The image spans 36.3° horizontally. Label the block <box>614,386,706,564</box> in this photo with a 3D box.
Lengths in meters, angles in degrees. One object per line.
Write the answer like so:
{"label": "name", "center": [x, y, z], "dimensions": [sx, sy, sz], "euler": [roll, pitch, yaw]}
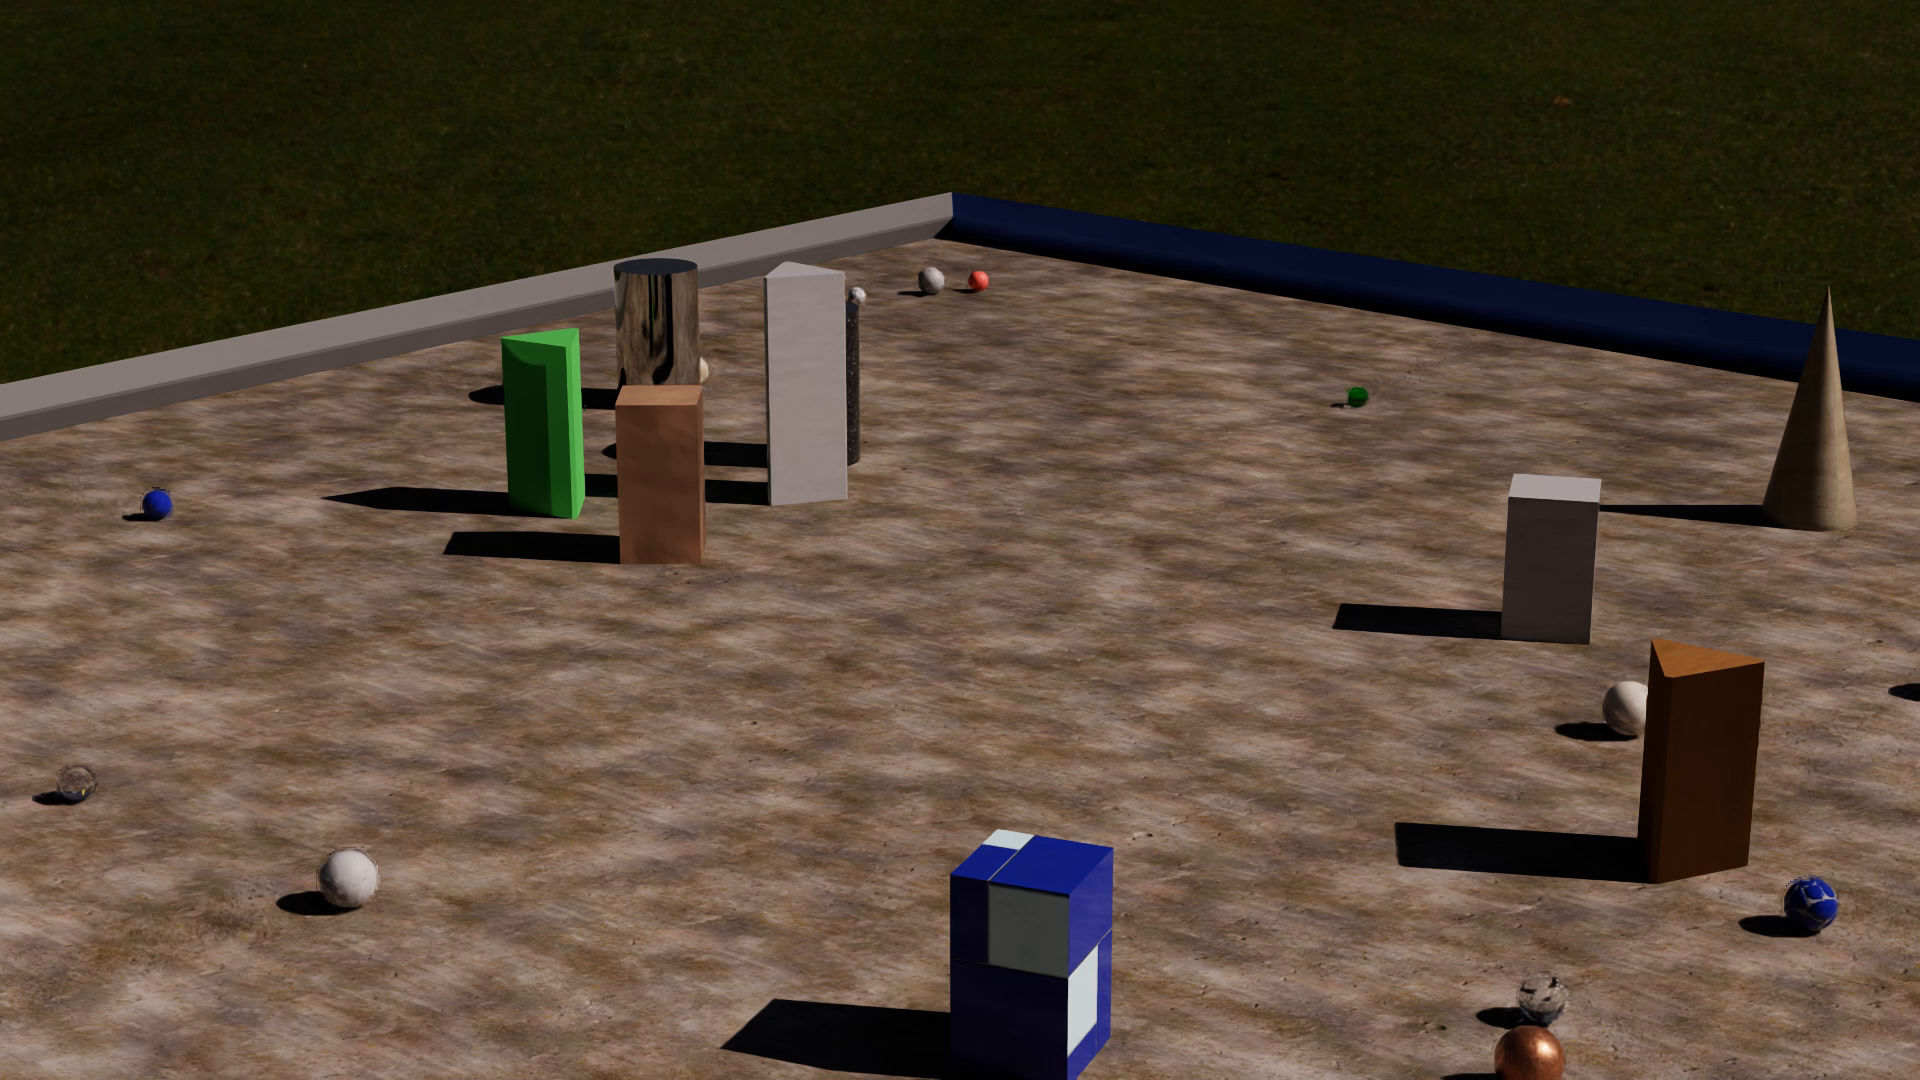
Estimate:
{"label": "block", "center": [-0.540, -0.119, 5.309], "dimensions": [0.145, 0.295, 0.145], "euler": [0, 17, -1]}

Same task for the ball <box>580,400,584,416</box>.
{"label": "ball", "center": [-0.831, -0.281, 6.261], "dimensions": [0.054, 0.054, 0.054], "euler": [0, 17, 0]}

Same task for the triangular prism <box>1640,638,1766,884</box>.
{"label": "triangular prism", "center": [0.969, 0.291, 3.960], "dimensions": [0.157, 0.292, 0.136], "euler": [-7, 18, -23]}

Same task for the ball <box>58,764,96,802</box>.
{"label": "ball", "center": [-1.262, 0.347, 4.189], "dimensions": [0.053, 0.053, 0.053], "euler": [0, 17, 0]}

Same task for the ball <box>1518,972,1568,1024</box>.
{"label": "ball", "center": [0.699, 0.549, 3.512], "dimensions": [0.060, 0.060, 0.060], "euler": [0, 17, 0]}

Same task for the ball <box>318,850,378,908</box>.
{"label": "ball", "center": [-0.800, 0.443, 3.832], "dimensions": [0.076, 0.076, 0.076], "euler": [0, 17, 0]}

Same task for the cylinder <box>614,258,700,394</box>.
{"label": "cylinder", "center": [-0.658, -0.448, 6.383], "dimensions": [0.181, 0.301, 0.181], "euler": [0, 17, 0]}

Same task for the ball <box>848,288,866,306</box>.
{"label": "ball", "center": [-0.259, -0.611, 7.363], "dimensions": [0.046, 0.046, 0.046], "euler": [0, 17, 0]}

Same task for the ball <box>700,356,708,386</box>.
{"label": "ball", "center": [-0.597, -0.376, 6.524], "dimensions": [0.077, 0.077, 0.077], "euler": [0, 17, 0]}

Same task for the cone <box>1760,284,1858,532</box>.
{"label": "cone", "center": [1.610, -0.258, 5.497], "dimensions": [0.181, 0.452, 0.181], "euler": [0, 17, 0]}

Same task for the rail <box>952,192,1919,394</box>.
{"label": "rail", "center": [1.599, -0.505, 6.884], "dimensions": [4.339, 0.118, 0.045], "euler": [14, 22, 39]}

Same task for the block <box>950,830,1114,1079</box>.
{"label": "block", "center": [0.084, 0.485, 3.406], "dimensions": [0.145, 0.243, 0.145], "euler": [7, 18, 22]}

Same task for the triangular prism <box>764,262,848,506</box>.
{"label": "triangular prism", "center": [-0.314, -0.306, 5.666], "dimensions": [0.157, 0.446, 0.136], "euler": [-5, 18, -17]}

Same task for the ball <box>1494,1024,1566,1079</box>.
{"label": "ball", "center": [0.647, 0.592, 3.333], "dimensions": [0.081, 0.081, 0.081], "euler": [0, 17, 0]}

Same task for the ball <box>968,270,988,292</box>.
{"label": "ball", "center": [0.047, -0.665, 7.530], "dimensions": [0.052, 0.052, 0.052], "euler": [0, 17, 0]}

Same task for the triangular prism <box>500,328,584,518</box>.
{"label": "triangular prism", "center": [-0.765, -0.228, 5.602], "dimensions": [0.157, 0.335, 0.136], "euler": [9, 19, 27]}

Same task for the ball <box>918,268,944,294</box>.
{"label": "ball", "center": [-0.074, -0.662, 7.491], "dimensions": [0.069, 0.069, 0.069], "euler": [0, 17, 0]}

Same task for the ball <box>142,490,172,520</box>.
{"label": "ball", "center": [-1.520, -0.067, 5.551], "dimensions": [0.055, 0.055, 0.055], "euler": [0, 17, 0]}

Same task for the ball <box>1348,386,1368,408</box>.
{"label": "ball", "center": [0.865, -0.312, 6.376], "dimensions": [0.045, 0.045, 0.045], "euler": [0, 17, 0]}

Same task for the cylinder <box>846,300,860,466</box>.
{"label": "cylinder", "center": [-0.293, -0.316, 5.929], "dimensions": [0.181, 0.313, 0.181], "euler": [0, 17, 0]}

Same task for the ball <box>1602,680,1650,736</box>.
{"label": "ball", "center": [1.014, 0.255, 4.441], "dimensions": [0.083, 0.083, 0.083], "euler": [0, 17, 0]}

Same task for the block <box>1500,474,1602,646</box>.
{"label": "block", "center": [0.988, 0.031, 4.899], "dimensions": [0.145, 0.246, 0.145], "euler": [4, 17, 13]}

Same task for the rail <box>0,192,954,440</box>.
{"label": "rail", "center": [-1.620, -0.378, 6.468], "dimensions": [0.045, 0.118, 4.926], "euler": [14, 22, 39]}

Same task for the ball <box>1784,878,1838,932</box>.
{"label": "ball", "center": [1.092, 0.468, 3.763], "dimensions": [0.068, 0.068, 0.068], "euler": [0, 17, 0]}
